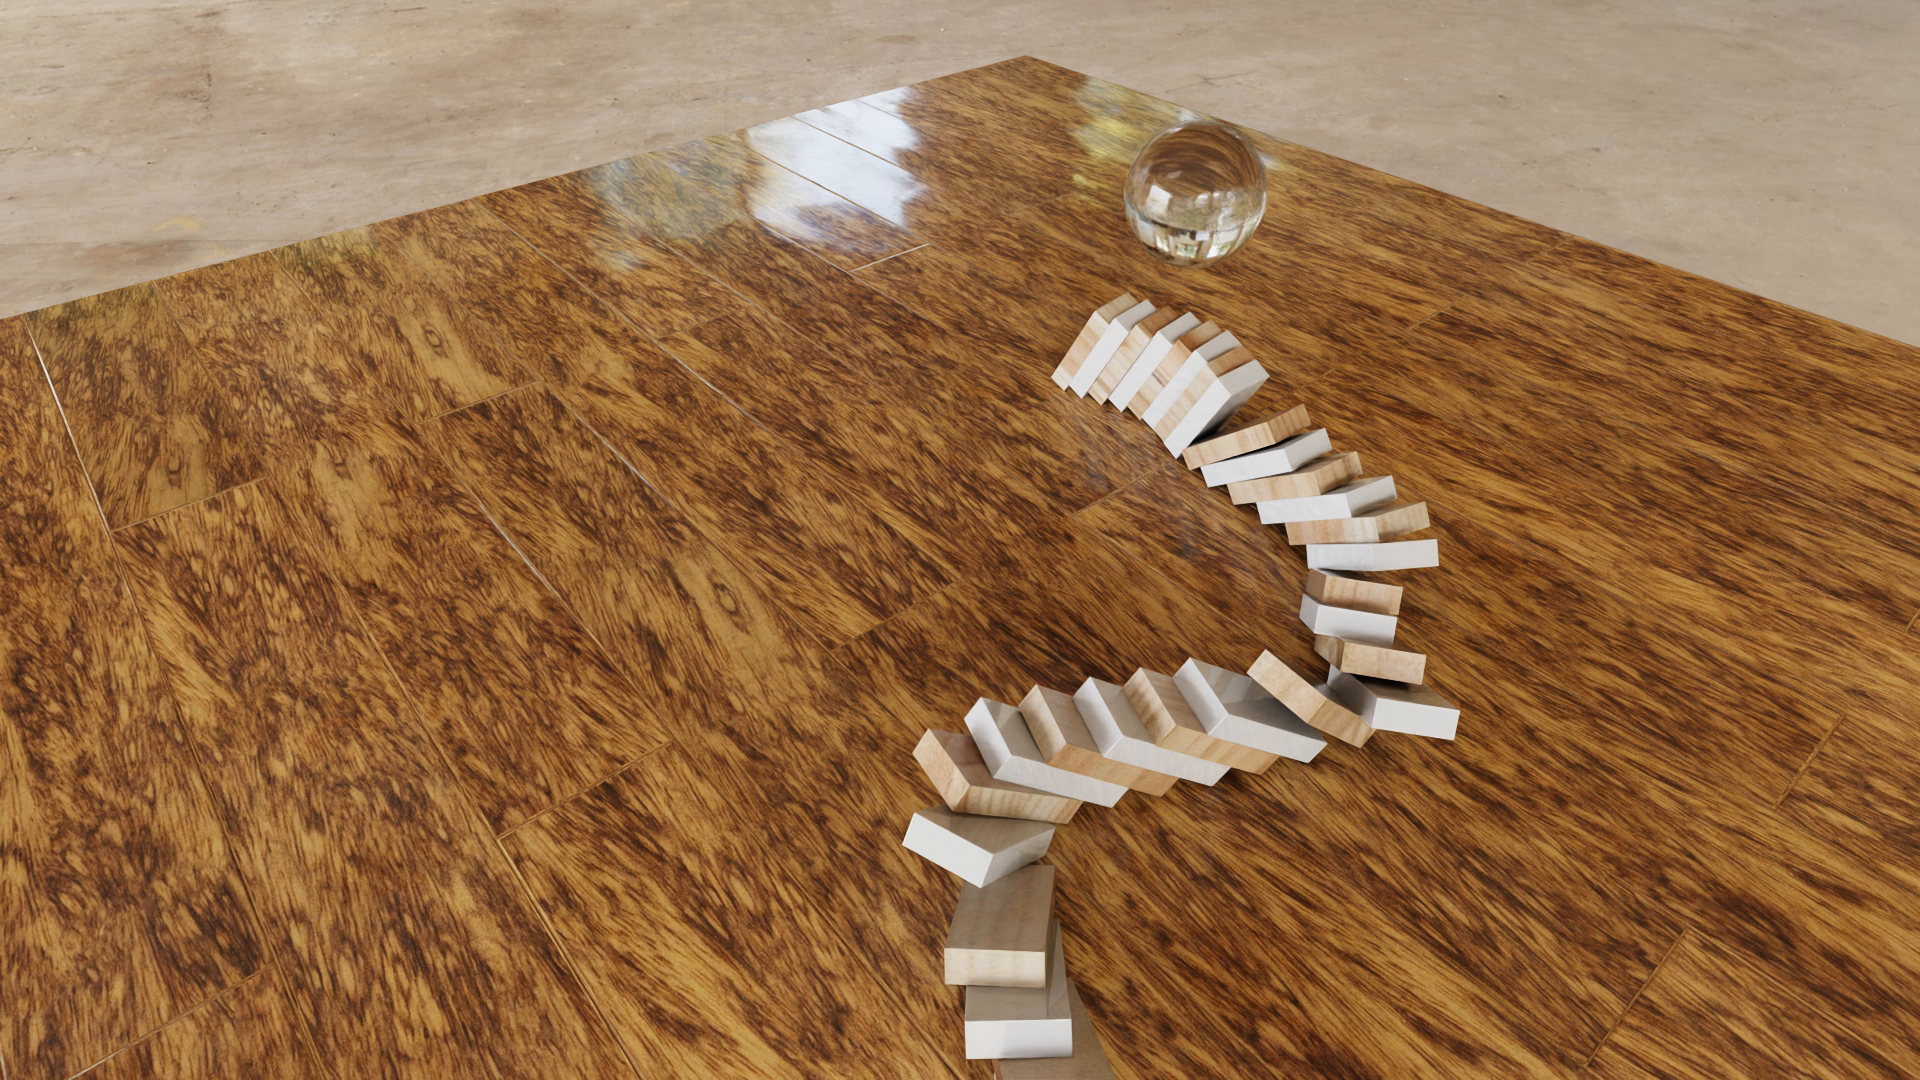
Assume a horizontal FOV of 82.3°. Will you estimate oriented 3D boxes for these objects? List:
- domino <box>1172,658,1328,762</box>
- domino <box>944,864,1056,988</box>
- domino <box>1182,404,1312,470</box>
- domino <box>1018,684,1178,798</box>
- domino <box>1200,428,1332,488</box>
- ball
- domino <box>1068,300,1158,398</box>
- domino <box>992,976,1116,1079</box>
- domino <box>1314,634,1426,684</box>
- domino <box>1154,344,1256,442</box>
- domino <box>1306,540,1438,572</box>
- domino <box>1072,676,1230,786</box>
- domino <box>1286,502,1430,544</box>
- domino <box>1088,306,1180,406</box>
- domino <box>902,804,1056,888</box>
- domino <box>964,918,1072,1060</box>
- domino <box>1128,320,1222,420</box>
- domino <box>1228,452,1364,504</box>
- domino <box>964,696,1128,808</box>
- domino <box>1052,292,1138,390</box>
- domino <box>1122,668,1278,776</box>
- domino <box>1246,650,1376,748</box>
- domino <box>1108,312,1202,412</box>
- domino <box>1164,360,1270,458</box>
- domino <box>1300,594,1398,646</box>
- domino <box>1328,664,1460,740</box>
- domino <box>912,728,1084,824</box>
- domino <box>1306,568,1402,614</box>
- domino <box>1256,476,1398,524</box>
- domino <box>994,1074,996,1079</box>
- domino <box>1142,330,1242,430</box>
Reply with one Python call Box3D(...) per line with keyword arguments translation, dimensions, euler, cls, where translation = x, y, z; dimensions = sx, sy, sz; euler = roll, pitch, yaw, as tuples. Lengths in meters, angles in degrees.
Box3D(translation=(0.094, 0.055, 0.355), dimensions=(0.050, 0.009, 0.025), euler=(20, 28, -34), cls="domino")
Box3D(translation=(0.012, 0.103, 0.297), dimensions=(0.025, 0.010, 0.050), euler=(-1, 8, 8), cls="domino")
Box3D(translation=(0.122, -0.044, 0.472), dimensions=(0.025, 0.009, 0.050), euler=(-26, 5, -33), cls="domino")
Box3D(translation=(0.044, 0.063, 0.344), dimensions=(0.050, 0.009, 0.025), euler=(22, 26, -34), cls="domino")
Box3D(translation=(0.128, -0.034, 0.462), dimensions=(0.025, 0.009, 0.050), euler=(-25, 7, -28), cls="domino")
Box3D(translation=(0.134, -0.196, 0.627), dimensions=(0.080, 0.080, 0.080), euler=(0, 39, 0), cls="ball")
Box3D(translation=(0.073, -0.090, 0.523), dimensions=(0.025, 0.050, 0.010), euler=(-34, 78, -34), cls="domino")
Box3D(translation=(0.021, 0.126, 0.268), dimensions=(0.025, 0.010, 0.050), euler=(-6, 7, -7), cls="domino")
Box3D(translation=(0.138, 0.038, 0.374), dimensions=(0.025, 0.010, 0.050), euler=(9, 4, 8), cls="domino")
Box3D(translation=(0.109, -0.064, 0.491), dimensions=(0.025, 0.050, 0.009), euler=(-28, 74, -30), cls="domino")
Box3D(translation=(0.154, 0.005, 0.413), dimensions=(0.025, 0.010, 0.050), euler=(-4, 0, -8), cls="domino")
Box3D(translation=(0.061, 0.061, 0.348), dimensions=(0.050, 0.010, 0.025), euler=(21, 27, -34), cls="domino")
Box3D(translation=(0.153, -0.006, 0.428), dimensions=(0.025, 0.010, 0.050), euler=(-15, 4, -22), cls="domino")
Box3D(translation=(0.082, -0.086, 0.518), dimensions=(0.025, 0.050, 0.009), euler=(-34, 78, -35), cls="domino")
Box3D(translation=(0.007, 0.085, 0.316), dimensions=(0.025, 0.010, 0.050), euler=(22, 4, 24), cls="domino")
Box3D(translation=(0.015, 0.114, 0.283), dimensions=(0.025, 0.010, 0.050), euler=(-2, 8, 2), cls="domino")
Box3D(translation=(0.099, -0.078, 0.508), dimensions=(0.025, 0.050, 0.009), euler=(-33, 77, -34), cls="domino")
Box3D(translation=(0.137, -0.025, 0.452), dimensions=(0.025, 0.009, 0.050), euler=(-23, 8, -26), cls="domino")
Box3D(translation=(0.027, 0.066, 0.340), dimensions=(0.050, 0.009, 0.025), euler=(22, 23, -34), cls="domino")
Box3D(translation=(0.065, -0.095, 0.528), dimensions=(0.025, 0.050, 0.009), euler=(-34, 78, -34), cls="domino")
Box3D(translation=(0.077, 0.058, 0.351), dimensions=(0.050, 0.010, 0.025), euler=(20, 28, -34), cls="domino")
Box3D(translation=(0.114, 0.052, 0.355), dimensions=(0.050, 0.009, 0.025), euler=(26, 13, -49), cls="domino")
Box3D(translation=(0.091, -0.083, 0.513), dimensions=(0.025, 0.050, 0.010), euler=(-34, 78, -35), cls="domino")
Box3D(translation=(0.112, -0.057, 0.482), dimensions=(0.025, 0.050, 0.010), euler=(-27, 74, -29), cls="domino")
Box3D(translation=(0.136, 0.027, 0.388), dimensions=(0.025, 0.009, 0.050), euler=(9, 4, 11), cls="domino")
Box3D(translation=(0.140, 0.051, 0.360), dimensions=(0.025, 0.010, 0.050), euler=(8, 8, 2), cls="domino")
Box3D(translation=(0.012, 0.072, 0.333), dimensions=(0.050, 0.010, 0.025), euler=(19, 20, -42), cls="domino")
Box3D(translation=(0.142, 0.018, 0.399), dimensions=(0.025, 0.009, 0.050), euler=(9, 4, 11), cls="domino")
Box3D(translation=(0.146, -0.016, 0.440), dimensions=(0.025, 0.010, 0.050), euler=(-19, 6, -24), cls="domino")
Box3D(translation=(0.025, 0.148, 0.262), dimensions=(0.025, 0.010, 0.050), euler=(-6, 40, -7), cls="domino")
Box3D(translation=(0.105, -0.072, 0.500), dimensions=(0.025, 0.050, 0.010), euler=(-33, 77, -34), cls="domino")
